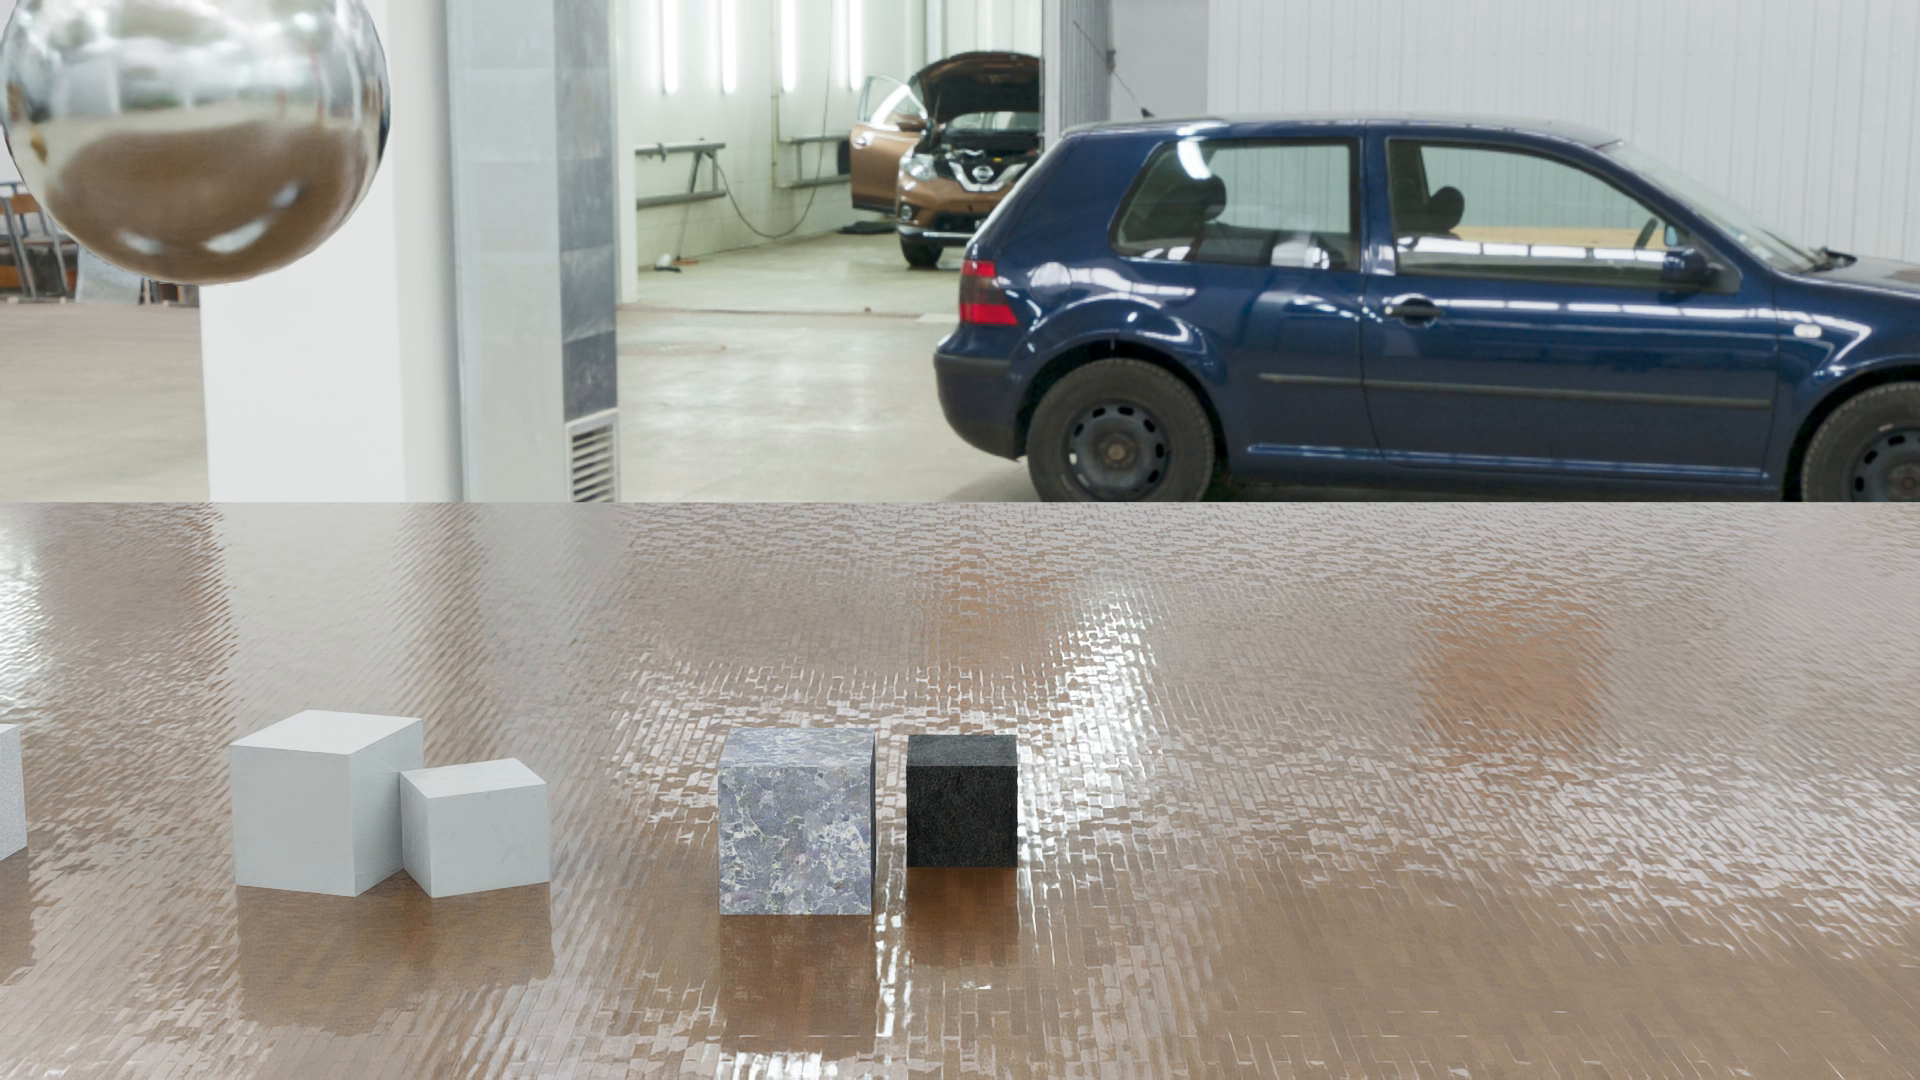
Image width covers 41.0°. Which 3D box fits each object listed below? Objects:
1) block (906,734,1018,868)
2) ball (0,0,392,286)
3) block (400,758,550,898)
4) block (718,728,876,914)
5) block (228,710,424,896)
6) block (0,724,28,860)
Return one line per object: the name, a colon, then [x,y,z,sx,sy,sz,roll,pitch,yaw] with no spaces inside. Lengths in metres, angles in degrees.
block: [0.009,1.187,11.730,0.498,0.469,0.554,0,10,0]
ball: [-3.220,-1.877,10.839,1.600,1.600,1.600,0,10,0]
block: [-2.148,1.267,11.350,0.529,0.446,0.476,-5,11,-26]
block: [-0.696,1.209,11.113,0.640,0.646,0.646,0,10,0]
block: [-2.801,1.159,11.417,0.586,0.635,0.648,3,11,16]
block: [-4.646,1.169,11.532,0.609,0.573,0.596,2,10,9]
